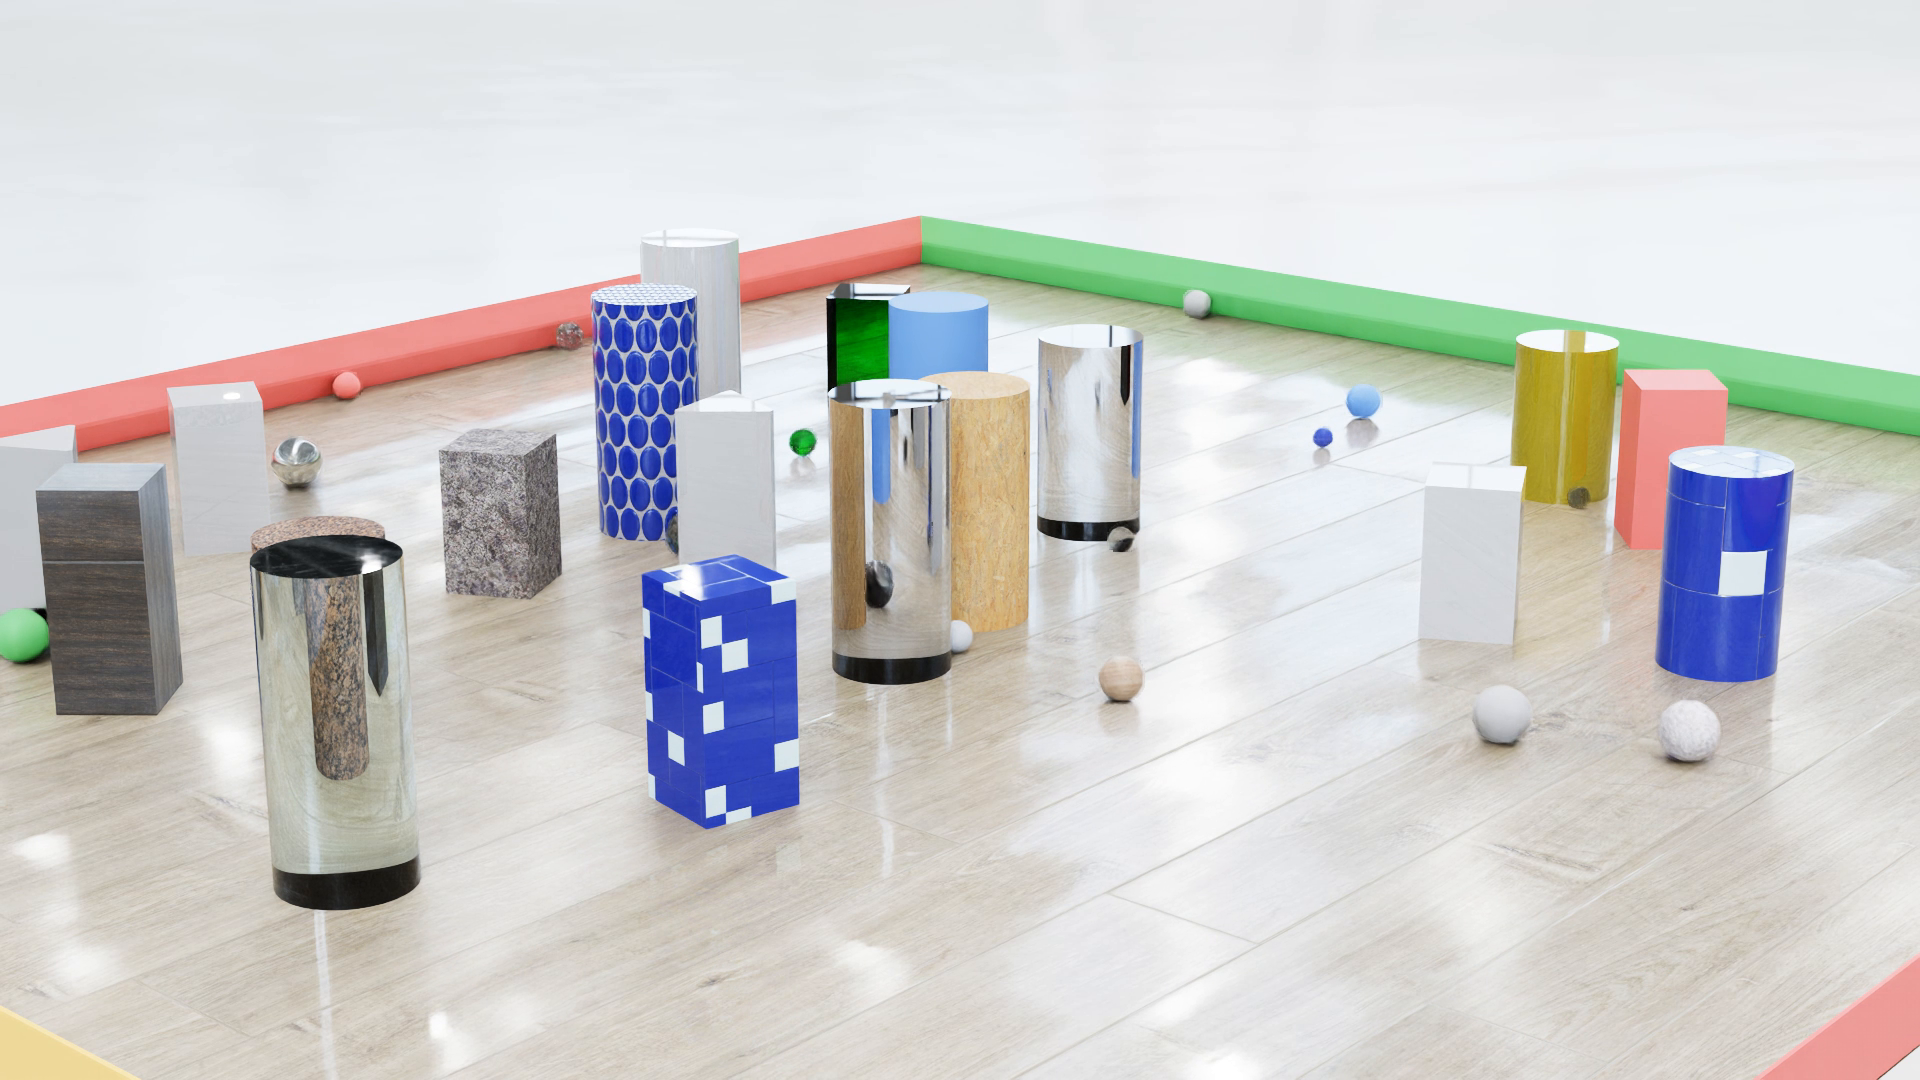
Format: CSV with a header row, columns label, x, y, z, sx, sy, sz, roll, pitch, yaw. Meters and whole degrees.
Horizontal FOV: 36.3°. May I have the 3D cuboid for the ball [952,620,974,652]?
label,x,y,z,sx,sy,sz,roll,pitch,yaw
ball,-0.004,0.159,4.831,0.053,0.053,0.053,0,17,0

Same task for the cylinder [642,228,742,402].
label,x,y,z,sx,sy,sz,roll,pitch,yaw
cylinder,-0.540,-0.385,5.928,0.196,0.460,0.196,0,17,0

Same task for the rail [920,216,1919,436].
label,x,y,z,sx,sy,sz,roll,pitch,yaw
rail,1.391,-0.431,6.654,4.006,0.127,0.045,14,22,39

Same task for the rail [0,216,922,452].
label,x,y,z,sx,sy,sz,roll,pitch,yaw
rail,-1.494,-0.343,6.362,0.045,0.127,4.290,14,22,39

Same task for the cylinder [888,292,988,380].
label,x,y,z,sx,sy,sz,roll,pitch,yaw
cylinder,-0.042,-0.291,5.783,0.196,0.364,0.196,0,17,0

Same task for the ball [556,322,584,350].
label,x,y,z,sx,sy,sz,roll,pitch,yaw
ball,-0.924,-0.483,6.939,0.064,0.064,0.064,0,17,0

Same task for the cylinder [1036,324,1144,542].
label,x,y,z,sx,sy,sz,roll,pitch,yaw
cylinder,0.242,-0.201,5.478,0.196,0.368,0.196,0,17,0

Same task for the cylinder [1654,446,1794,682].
label,x,y,z,sx,sy,sz,roll,pitch,yaw
cylinder,1.234,0.037,4.738,0.196,0.340,0.196,0,17,0

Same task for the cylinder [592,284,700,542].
label,x,y,z,sx,sy,sz,roll,pitch,yaw
cylinder,-0.583,-0.240,5.471,0.196,0.446,0.196,0,17,0

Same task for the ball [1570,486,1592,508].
label,x,y,z,sx,sy,sz,roll,pitch,yaw
ball,1.196,-0.082,5.651,0.041,0.041,0.041,0,17,0

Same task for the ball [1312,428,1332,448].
label,x,y,z,sx,sy,sz,roll,pitch,yaw
ball,0.752,-0.212,6.079,0.041,0.041,0.041,0,17,0

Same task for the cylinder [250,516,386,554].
label,x,y,z,sx,sy,sz,roll,pitch,yaw
cylinder,-0.950,0.149,4.387,0.196,0.329,0.196,0,17,0

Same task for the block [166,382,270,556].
label,x,y,z,sx,sy,sz,roll,pitch,yaw
block,-1.364,-0.132,5.400,0.156,0.281,0.156,-6,18,-18

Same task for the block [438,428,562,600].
label,x,y,z,sx,sy,sz,roll,pitch,yaw
block,-0.806,-0.048,5.157,0.156,0.260,0.156,4,17,13

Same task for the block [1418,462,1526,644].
label,x,y,z,sx,sy,sz,roll,pitch,yaw
block,0.860,0.020,4.923,0.156,0.265,0.156,4,17,13

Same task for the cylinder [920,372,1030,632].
label,x,y,z,sx,sy,sz,roll,pitch,yaw
cylinder,0.021,-0.067,4.970,0.196,0.404,0.196,0,17,0

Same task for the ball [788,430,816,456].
label,x,y,z,sx,sy,sz,roll,pitch,yaw
ball,-0.323,-0.200,6.016,0.055,0.055,0.055,0,17,0

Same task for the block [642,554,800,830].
label,x,y,z,sx,sy,sz,roll,pitch,yaw
block,-0.339,0.213,4.161,0.156,0.337,0.156,-12,21,-35

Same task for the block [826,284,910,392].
label,x,y,z,sx,sy,sz,roll,pitch,yaw
block,-0.199,-0.424,6.431,0.156,0.246,0.156,3,17,9

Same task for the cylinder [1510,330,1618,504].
label,x,y,z,sx,sy,sz,roll,pitch,yaw
cylinder,1.178,-0.241,5.726,0.196,0.302,0.196,0,17,0

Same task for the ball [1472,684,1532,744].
label,x,y,z,sx,sy,sz,roll,pitch,yaw
ball,0.817,0.263,4.425,0.088,0.088,0.088,0,17,0

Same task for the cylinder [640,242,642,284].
label,x,y,z,sx,sy,sz,roll,pitch,yaw
cylinder,-0.573,-0.434,6.204,0.196,0.396,0.196,0,17,0

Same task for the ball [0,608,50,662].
label,x,y,z,sx,sy,sz,roll,pitch,yaw
ball,-1.530,0.156,4.781,0.088,0.088,0.088,0,17,0

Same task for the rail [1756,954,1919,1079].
label,x,y,z,sx,sy,sz,roll,pitch,yaw
rail,1.494,0.406,3.878,0.045,0.127,4.290,14,22,39

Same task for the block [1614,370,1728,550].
label,x,y,z,sx,sy,sz,roll,pitch,yaw
block,1.312,-0.150,5.422,0.156,0.302,0.156,0,17,1

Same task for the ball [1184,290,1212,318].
label,x,y,z,sx,sy,sz,roll,pitch,yaw
ball,0.589,-0.585,7.270,0.069,0.069,0.069,0,17,0

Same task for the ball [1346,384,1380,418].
label,x,y,z,sx,sy,sz,roll,pitch,yaw
ball,0.868,-0.299,6.313,0.074,0.074,0.074,0,17,0

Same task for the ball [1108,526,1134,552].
label,x,y,z,sx,sy,sz,roll,pitch,yaw
ball,0.295,-0.001,5.372,0.046,0.046,0.046,0,17,0

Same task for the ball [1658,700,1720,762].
label,x,y,z,sx,sy,sz,roll,pitch,yaw
ball,1.082,0.283,4.353,0.091,0.091,0.091,0,17,0

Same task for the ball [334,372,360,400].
label,x,y,z,sx,sy,sz,roll,pitch,yaw
ball,-1.353,-0.340,6.473,0.060,0.060,0.060,0,17,0

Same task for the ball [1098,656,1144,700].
label,x,y,z,sx,sy,sz,roll,pitch,yaw
ball,0.253,0.217,4.607,0.070,0.070,0.070,0,17,0

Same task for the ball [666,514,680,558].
label,x,y,z,sx,sy,sz,roll,pitch,yaw
ball,-0.487,-0.010,5.319,0.094,0.094,0.094,0,17,0

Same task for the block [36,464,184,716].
label,x,y,z,sx,sy,sz,roll,pitch,yaw
block,-1.323,0.076,4.569,0.156,0.363,0.156,0,17,0

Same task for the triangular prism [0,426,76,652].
label,x,y,z,sx,sy,sz,roll,pitch,yaw
triangular prism,-1.494,-0.003,4.854,0.169,0.350,0.147,5,17,15

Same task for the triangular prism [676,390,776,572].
label,x,y,z,sx,sy,sz,roll,pitch,yaw
triangular prism,-0.413,-0.099,5.242,0.169,0.310,0.147,0,17,0

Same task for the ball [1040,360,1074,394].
label,x,y,z,sx,sy,sz,roll,pitch,yaw
ball,0.216,-0.362,6.517,0.076,0.076,0.076,0,17,0

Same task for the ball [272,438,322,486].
label,x,y,z,sx,sy,sz,roll,pitch,yaw
ball,-1.310,-0.154,5.790,0.098,0.098,0.098,0,17,0

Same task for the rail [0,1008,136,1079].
label,x,y,z,sx,sy,sz,roll,pitch,yaw
rail,-1.391,0.494,3.587,4.006,0.127,0.045,14,22,39

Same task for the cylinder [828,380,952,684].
label,x,y,z,sx,sy,sz,roll,pitch,yaw
cylinder,-0.111,-0.014,4.709,0.196,0.455,0.196,0,17,0

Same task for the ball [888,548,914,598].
label,x,y,z,sx,sy,sz,roll,pitch,yaw
ball,-0.082,0.057,5.108,0.087,0.087,0.087,0,17,0

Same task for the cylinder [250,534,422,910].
label,x,y,z,sx,sy,sz,roll,pitch,yaw
cylinder,-0.821,0.239,3.867,0.196,0.456,0.196,0,17,0
